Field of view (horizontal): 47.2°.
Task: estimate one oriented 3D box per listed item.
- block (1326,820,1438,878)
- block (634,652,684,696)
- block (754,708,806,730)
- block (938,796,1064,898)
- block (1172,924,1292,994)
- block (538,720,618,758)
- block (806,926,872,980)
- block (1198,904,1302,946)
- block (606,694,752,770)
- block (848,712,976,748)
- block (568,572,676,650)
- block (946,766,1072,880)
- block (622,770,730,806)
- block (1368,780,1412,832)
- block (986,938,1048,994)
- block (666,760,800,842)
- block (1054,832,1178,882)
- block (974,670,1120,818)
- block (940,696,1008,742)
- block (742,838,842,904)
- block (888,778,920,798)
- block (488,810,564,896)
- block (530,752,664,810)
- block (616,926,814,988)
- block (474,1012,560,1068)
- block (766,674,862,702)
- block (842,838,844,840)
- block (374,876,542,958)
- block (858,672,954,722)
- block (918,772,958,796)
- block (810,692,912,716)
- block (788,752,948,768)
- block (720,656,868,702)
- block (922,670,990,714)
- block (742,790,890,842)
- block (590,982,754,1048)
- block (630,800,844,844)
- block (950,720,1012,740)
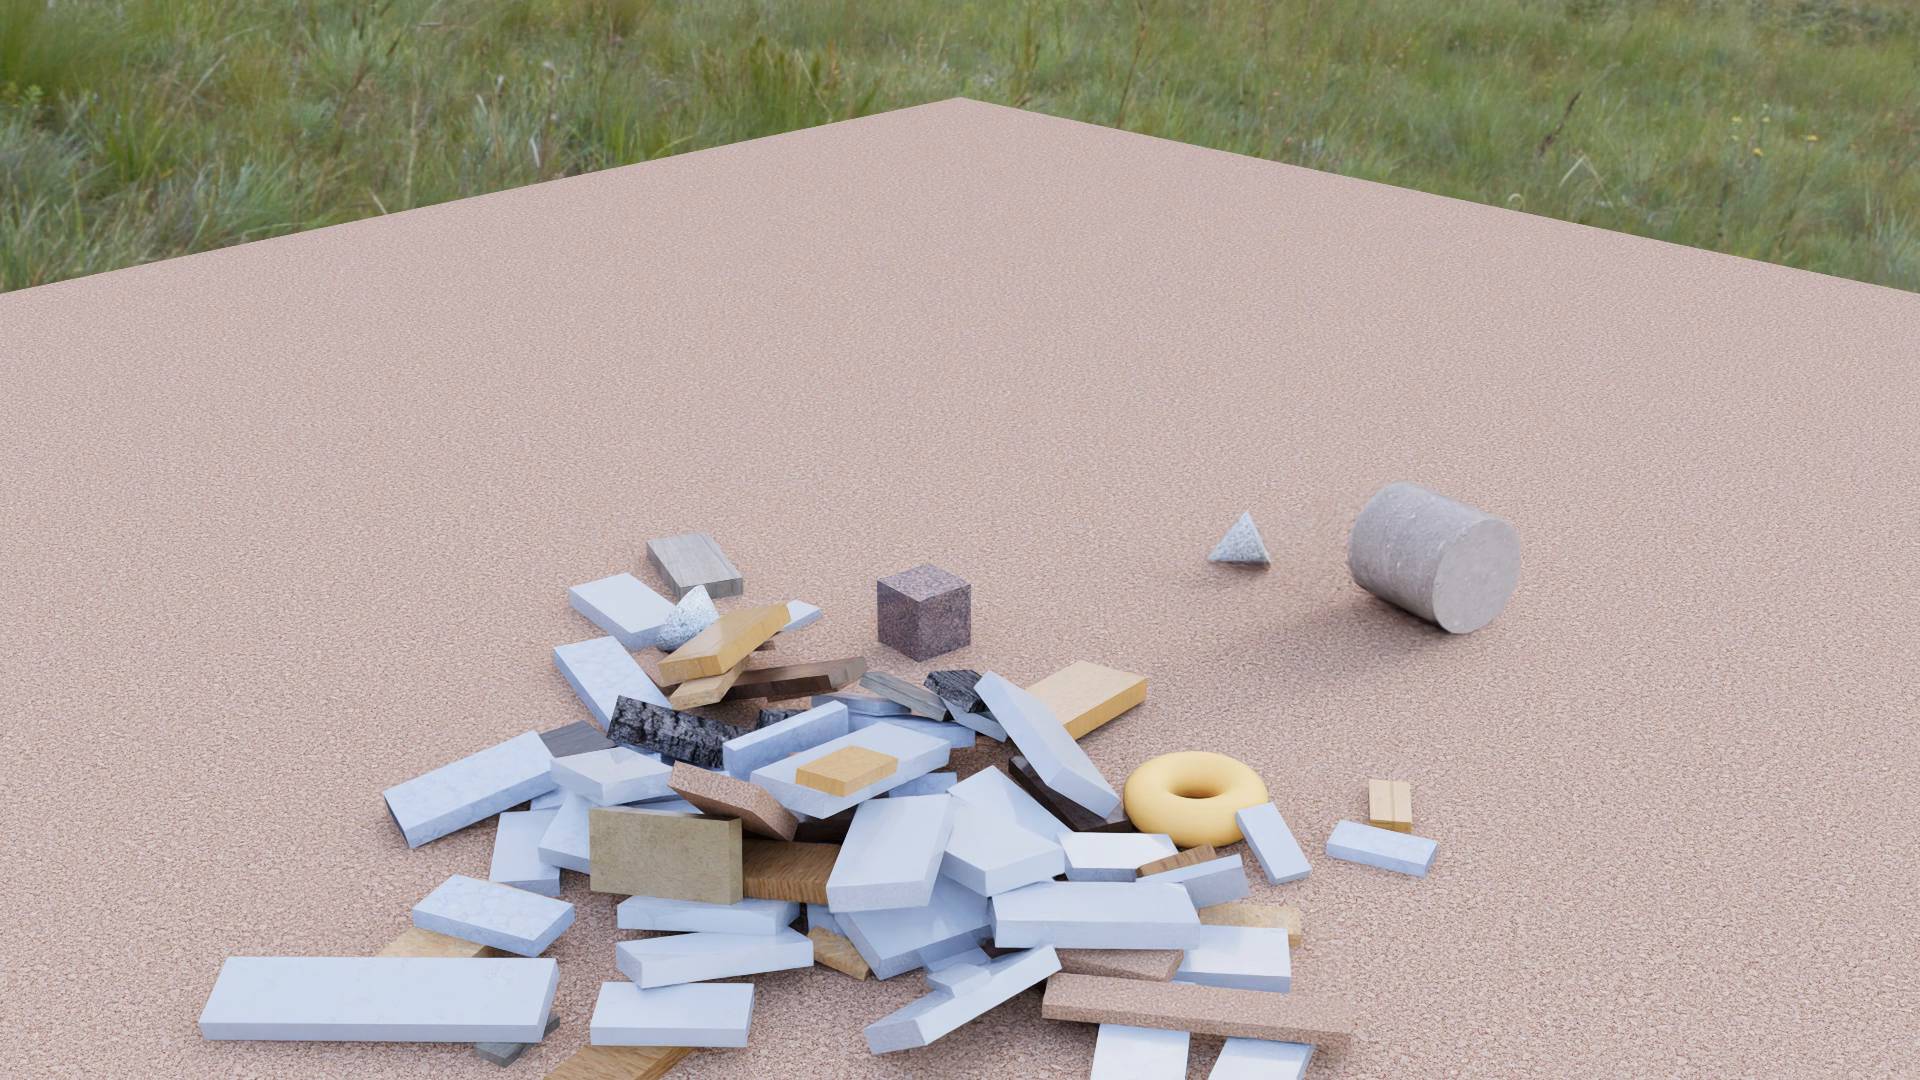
[{"bbox_3d":[0.826,0.603,4.304,0.196,0.028,0.098,10,25,23],"label":"block"},{"bbox_3d":[-0.676,0.305,5.012,0.081,0.023,0.163,-13,26,-28],"label":"block"},{"bbox_3d":[-0.347,0.406,4.582,0.029,0.104,0.207,25,12,39],"label":"block"},{"bbox_3d":[0.020,0.566,4.096,0.174,0.049,0.348,-12,17,-32],"label":"block"},{"bbox_3d":[0.435,0.749,3.939,0.304,0.043,0.152,2,23,5],"label":"block"},{"bbox_3d":[-0.881,0.464,4.615,0.290,0.041,0.145,-17,28,-34],"label":"block"},{"bbox_3d":[-0.217,0.742,3.955,0.135,0.019,0.067,20,28,17],"label":"block"},{"bbox_3d":[0.534,0.709,4.057,0.184,0.026,0.092,2,23,5],"label":"block"},{"bbox_3d":[-0.576,0.408,4.589,0.307,0.043,0.153,16,13,-7],"label":"block"},{"bbox_3d":[-0.132,0.397,4.633,0.309,0.044,0.154,5,3,44],"label":"block"},{"bbox_3d":[-0.797,0.170,5.302,0.160,0.045,0.320,-16,28,-33],"label":"block"},{"bbox_3d":[0.109,0.556,4.297,0.270,0.038,0.135,38,40,29],"label":"block"},{"bbox_3d":[-0.589,0.519,4.367,0.263,0.131,0.037,-6,59,-10],"label":"block"},{"bbox_3d":[0.872,0.539,4.462,0.082,0.023,0.165,4,23,8],"label":"block"},{"bbox_3d":[0.142,0.754,3.929,0.092,0.026,0.184,-17,32,-39],"label":"block"},{"bbox_3d":[-0.411,0.482,4.027,0.164,0.046,0.328,15,-15,13],"label":"block"},{"bbox_3d":[0.307,0.610,4.220,0.233,0.033,0.117,3,26,-17],"label":"block"},{"bbox_3d":[0.174,0.410,4.453,0.179,0.051,0.358,33,11,-37],"label":"block"},{"bbox_3d":[0.023,0.351,4.648,0.115,0.033,0.230,25,9,-19],"label":"block"},{"bbox_3d":[-0.331,0.611,4.068,0.299,0.042,0.149,1,19,22],"label":"block"},{"bbox_3d":[-0.170,0.522,4.401,0.175,0.025,0.088,-11,43,15],"label":"block"},{"bbox_3d":[-0.837,0.609,4.278,0.131,0.037,0.263,-2,23,-5],"label":"block"},{"bbox_3d":[-0.735,0.504,4.466,0.263,0.037,0.131,-10,27,-2],"label":"block"},{"bbox_3d":[-0.433,0.730,3.875,0.312,0.044,0.156,-3,4,-25],"label":"block"},{"bbox_3d":[-0.754,0.844,3.746,0.070,0.020,0.140,13,26,28],"label":"block"},{"bbox_3d":[-0.317,0.312,4.786,0.203,0.029,0.101,-12,10,36],"label":"block"},{"bbox_3d":[-0.078,0.582,4.284,0.270,0.038,0.135,-12,46,-26],"label":"block"},{"bbox_3d":[-0.909,0.724,3.998,0.156,0.044,0.312,10,25,23],"label":"block"},{"bbox_3d":[-0.104,0.332,4.667,0.203,0.029,0.101,22,7,20],"label":"block"},{"bbox_3d":[-0.092,0.515,4.452,0.176,0.025,0.088,-2,42,-4],"label":"block"},{"bbox_3d":[-0.213,0.352,4.733,0.202,0.029,0.101,4,2,41],"label":"block"},{"bbox_3d":[-0.187,0.451,4.508,0.154,0.044,0.309,5,6,42],"label":"block"},{"bbox_3d":[-0.398,0.307,4.774,0.461,0.033,0.115,-10,11,44],"label":"block"},{"bbox_3d":[0.020,0.317,4.619,0.115,0.033,0.229,31,9,20],"label":"block"},{"bbox_3d":[-0.291,0.522,4.267,0.309,0.044,0.154,-4,27,-4],"label":"block"},{"bbox_3d":[-0.485,0.803,3.726,0.260,0.037,0.130,0,23,1],"label":"block"},{"bbox_3d":[-0.441,0.570,4.308,0.420,0.044,0.156,-5,40,-12],"label":"block"},{"bbox_3d":[0.106,0.408,4.776,0.256,0.019,0.068,7,24,15],"label":"block"}]
